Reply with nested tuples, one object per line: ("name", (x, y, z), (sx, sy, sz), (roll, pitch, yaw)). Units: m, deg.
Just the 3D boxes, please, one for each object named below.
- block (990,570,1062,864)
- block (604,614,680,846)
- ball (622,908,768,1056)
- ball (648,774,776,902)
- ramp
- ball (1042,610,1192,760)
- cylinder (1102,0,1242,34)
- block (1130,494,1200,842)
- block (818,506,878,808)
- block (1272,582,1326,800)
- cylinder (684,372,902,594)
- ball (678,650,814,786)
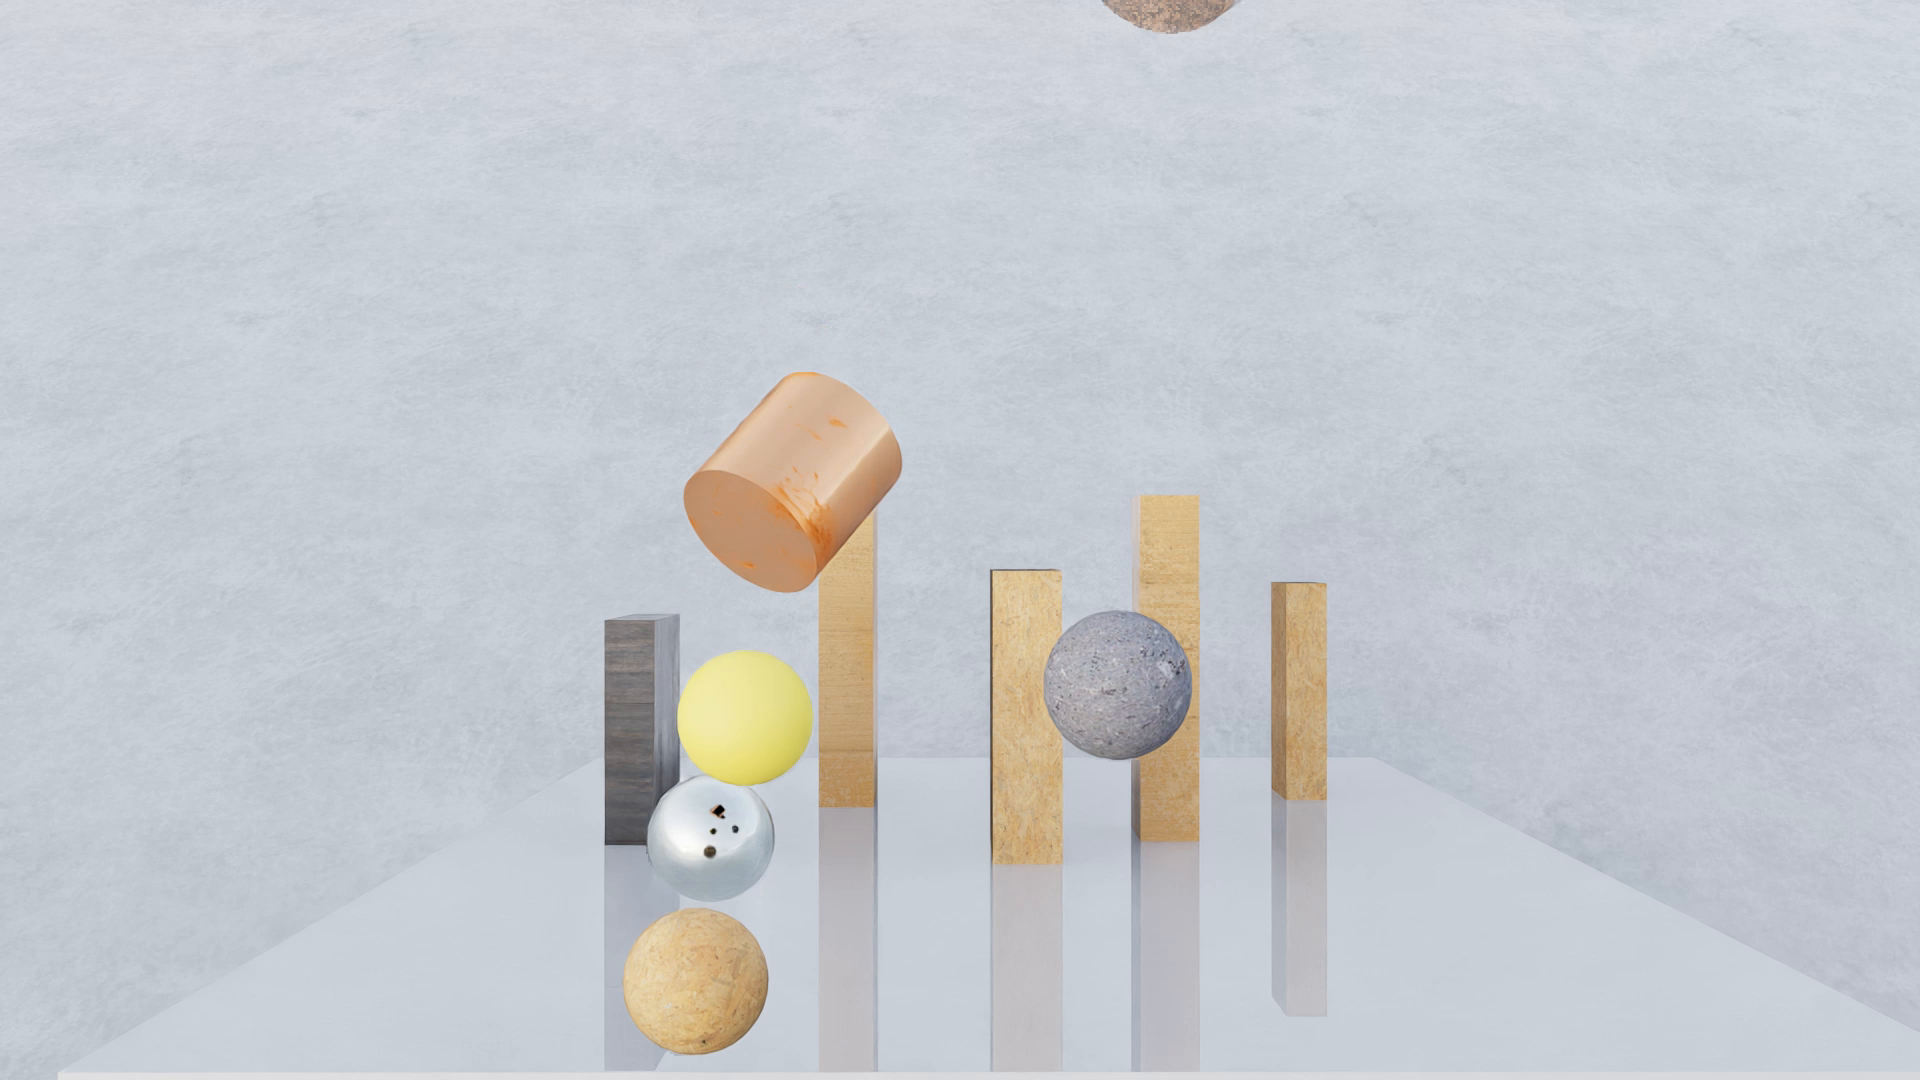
("block", (0.116, 0.304, 4.623), (0.119, 0.501, 0.401), (0, 0, 0))
("block", (-0.601, 0.351, 4.921), (0.091, 0.410, 0.427), (0, 0, 0))
("ball", (-0.269, 0.450, 2.641), (0.149, 0.149, 0.149), (0, 30, 0))
("ball", (-0.290, 0.347, 3.013), (0.148, 0.148, 0.148), (0, 30, 0))
("ramp", (0.068, 0.605, 4.670), (2.000, 0.100, 4.000), (0, 0, 0))
("ball", (0.159, 0.146, 2.617), (0.151, 0.151, 0.151), (0, 30, 0))
("cylinder", (0.208, -0.542, 2.184), (0.176, 0.176, 0.176), (19, 39, 28))
("block", (0.386, 0.236, 4.897), (0.108, 0.638, 0.264), (0, 0, 0))
("block", (-0.238, 0.173, 5.546), (0.114, 0.768, 0.294), (0, 0, 0))
("block", (0.743, 0.326, 5.680), (0.087, 0.464, 0.269), (0, 0, 0))
("cylinder", (-0.174, -0.061, 2.704), (0.165, 0.165, 0.165), (18, 50, 28))
("ball", (-0.205, 0.170, 2.470), (0.130, 0.130, 0.130), (0, 30, 0))
